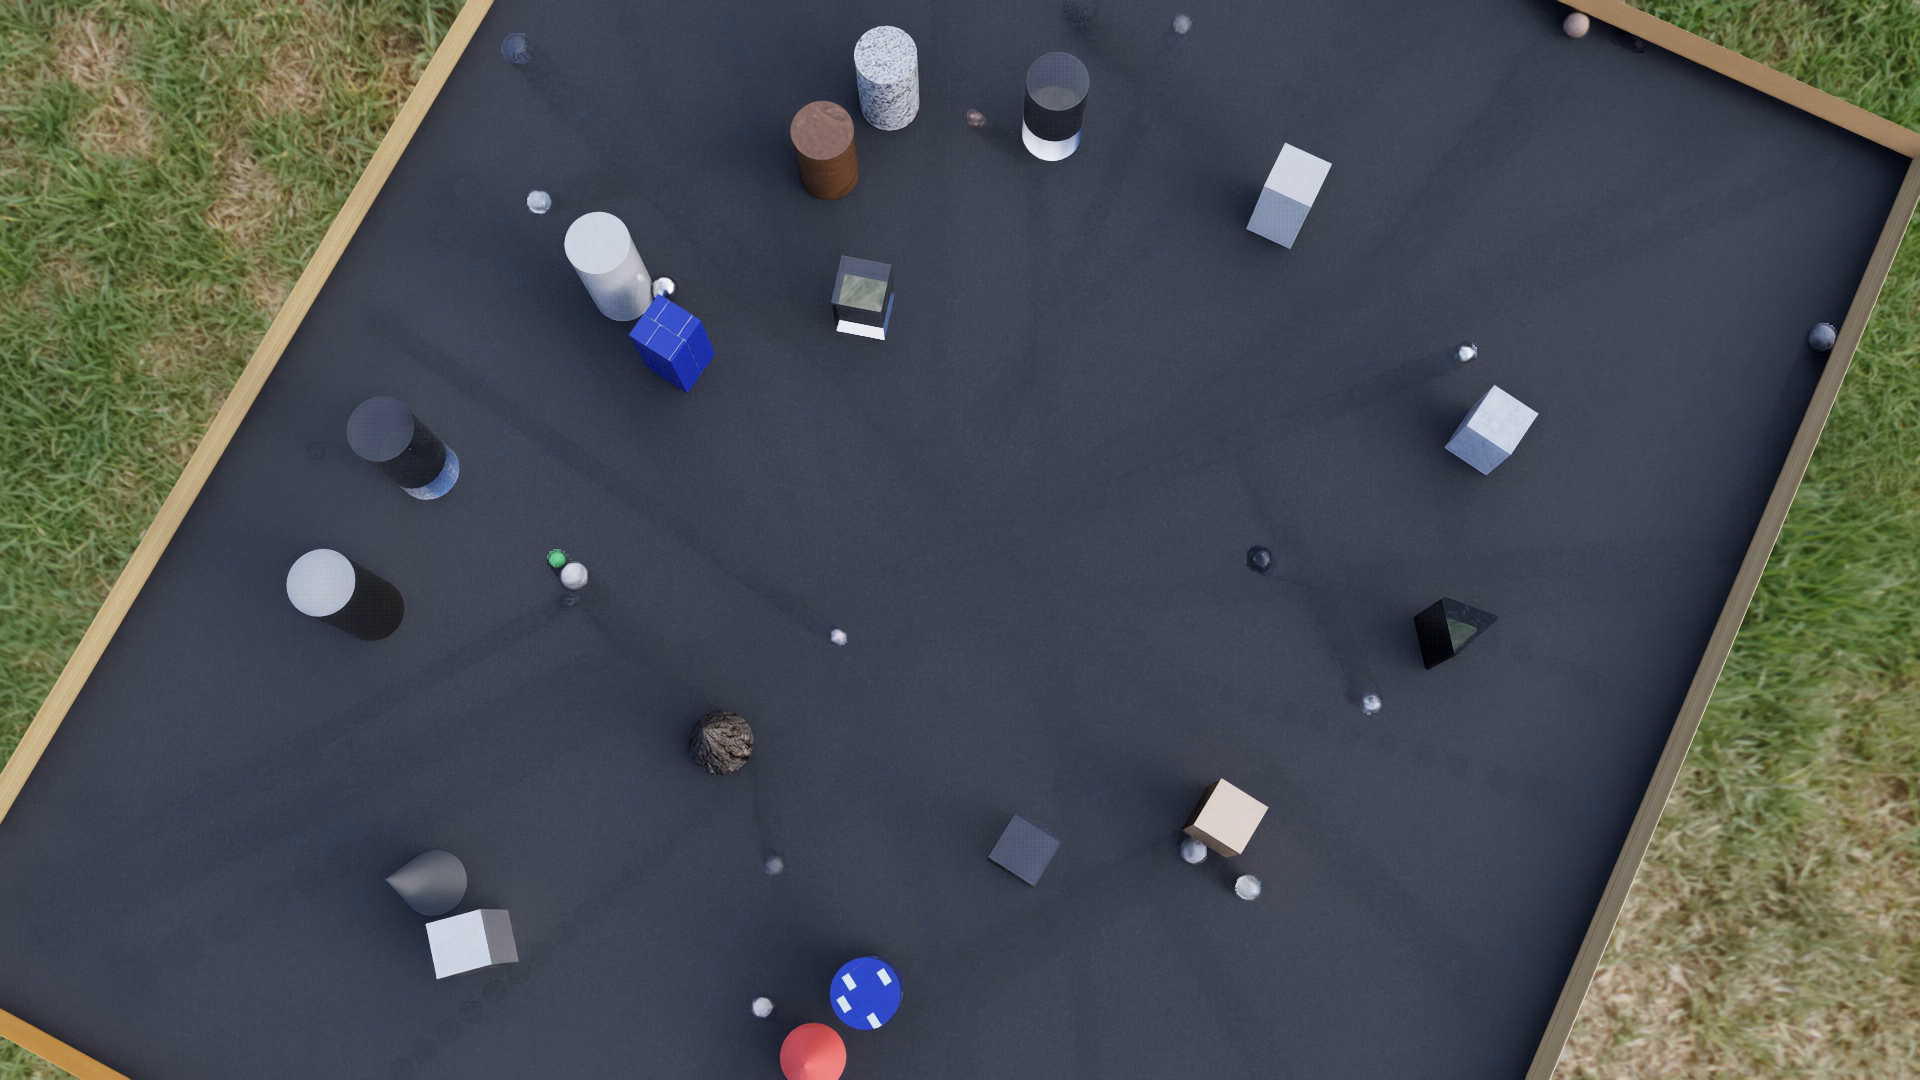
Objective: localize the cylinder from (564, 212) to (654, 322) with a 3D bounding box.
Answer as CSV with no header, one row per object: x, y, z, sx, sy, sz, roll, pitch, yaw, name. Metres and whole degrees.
-1.060,-0.825,5.567,0.192,0.432,0.192,0,78,0,cylinder

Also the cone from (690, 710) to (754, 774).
-0.715,0.566,5.290,0.192,0.411,0.192,0,78,0,cone

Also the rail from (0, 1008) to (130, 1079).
-1.110,2.181,5.101,4.380,0.125,0.045,26,80,5,rail

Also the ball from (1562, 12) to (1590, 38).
1.990,-1.664,5.920,0.081,0.081,0.081,0,78,0,ball

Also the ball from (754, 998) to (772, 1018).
-0.571,1.354,5.308,0.056,0.056,0.056,0,78,0,ball

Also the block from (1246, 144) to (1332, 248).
1.012,-1.058,5.657,0.153,0.349,0.153,26,79,5,block

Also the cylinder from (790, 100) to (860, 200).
-0.417,-1.209,5.704,0.192,0.317,0.192,0,78,0,cylinder

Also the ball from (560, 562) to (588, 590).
-1.168,0.108,5.552,0.082,0.082,0.082,0,78,0,ball

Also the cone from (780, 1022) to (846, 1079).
-0.426,1.464,5.149,0.192,0.322,0.192,0,78,0,cone

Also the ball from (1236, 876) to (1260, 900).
0.842,1.019,5.371,0.069,0.069,0.069,0,78,0,ball

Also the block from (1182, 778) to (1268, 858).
0.762,0.806,5.299,0.153,0.296,0.153,32,80,6,block

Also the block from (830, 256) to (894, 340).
-0.296,-0.743,5.633,0.153,0.269,0.153,11,79,2,block

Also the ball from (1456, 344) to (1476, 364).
1.573,-0.580,5.706,0.060,0.060,0.060,0,78,0,ball

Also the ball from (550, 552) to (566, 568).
-1.225,0.061,5.579,0.049,0.049,0.049,0,78,0,ball

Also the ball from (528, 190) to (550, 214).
-1.332,-1.070,5.801,0.073,0.073,0.073,0,78,0,ball

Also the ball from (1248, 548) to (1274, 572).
0.915,0.059,5.567,0.073,0.073,0.073,0,78,0,ball

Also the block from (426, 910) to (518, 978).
-1.385,1.148,5.216,0.153,0.319,0.153,-15,79,-3,block

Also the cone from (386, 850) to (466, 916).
-1.551,0.963,5.175,0.192,0.474,0.192,0,78,0,cone

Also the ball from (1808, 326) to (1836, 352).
2.686,-0.628,5.706,0.078,0.078,0.078,0,78,0,ball

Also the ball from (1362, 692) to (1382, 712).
1.232,0.486,5.485,0.061,0.061,0.061,0,78,0,ball

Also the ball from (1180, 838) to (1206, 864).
0.686,0.913,5.390,0.074,0.074,0.074,0,78,0,ball

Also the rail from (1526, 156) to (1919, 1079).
1.938,0.955,5.354,0.045,0.125,5.012,26,80,5,rail

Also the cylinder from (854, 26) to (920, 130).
-0.226,-1.444,5.745,0.192,0.334,0.192,0,78,0,cylinder

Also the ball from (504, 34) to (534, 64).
-1.420,-1.578,5.896,0.091,0.091,0.091,0,78,0,ball

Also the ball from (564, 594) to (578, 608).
-1.179,0.184,5.556,0.044,0.044,0.044,0,78,0,ball

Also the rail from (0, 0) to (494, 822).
-1.938,-0.942,5.747,0.045,0.125,5.012,26,80,5,rail

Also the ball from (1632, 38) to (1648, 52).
2.199,-1.602,5.926,0.043,0.043,0.043,0,78,0,ball

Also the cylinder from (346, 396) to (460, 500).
-1.643,-0.266,5.427,0.192,0.479,0.192,0,78,0,cylinder

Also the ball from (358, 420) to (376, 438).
-1.832,-0.344,5.660,0.053,0.053,0.053,0,78,0,ball

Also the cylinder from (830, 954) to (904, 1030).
-0.258,1.271,5.166,0.192,0.368,0.192,0,78,0,cylinder

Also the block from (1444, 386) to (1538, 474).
1.607,-0.330,5.553,0.153,0.258,0.153,35,80,7,block

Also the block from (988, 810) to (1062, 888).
0.185,0.893,5.276,0.153,0.305,0.153,32,80,6,block

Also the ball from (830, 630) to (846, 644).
-0.368,0.292,5.532,0.047,0.047,0.047,0,78,0,ball

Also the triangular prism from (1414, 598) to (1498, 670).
1.427,0.252,5.395,0.166,0.332,0.144,-39,81,-7,triangular prism

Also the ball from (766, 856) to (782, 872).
-0.546,0.954,5.394,0.050,0.050,0.050,0,78,0,ball

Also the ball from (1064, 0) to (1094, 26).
0.386,-1.709,5.922,0.095,0.095,0.095,0,78,0,ball

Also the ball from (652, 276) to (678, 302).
-0.923,-0.786,5.736,0.083,0.083,0.083,0,78,0,ball

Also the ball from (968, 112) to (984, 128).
0.052,-1.346,5.868,0.053,0.053,0.053,0,78,0,ball

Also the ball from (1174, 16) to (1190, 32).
0.719,-1.671,5.934,0.054,0.054,0.054,0,78,0,ball

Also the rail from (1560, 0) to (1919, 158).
1.110,-2.168,6.000,4.380,0.125,0.045,26,80,5,rail

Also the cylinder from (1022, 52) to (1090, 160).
0.295,-1.345,5.705,0.192,0.371,0.192,0,78,0,cylinder

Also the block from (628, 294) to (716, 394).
-0.871,-0.594,5.572,0.153,0.329,0.153,33,80,6,block

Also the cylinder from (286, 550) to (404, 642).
-1.785,0.166,5.346,0.192,0.462,0.192,0,78,0,cylinder
